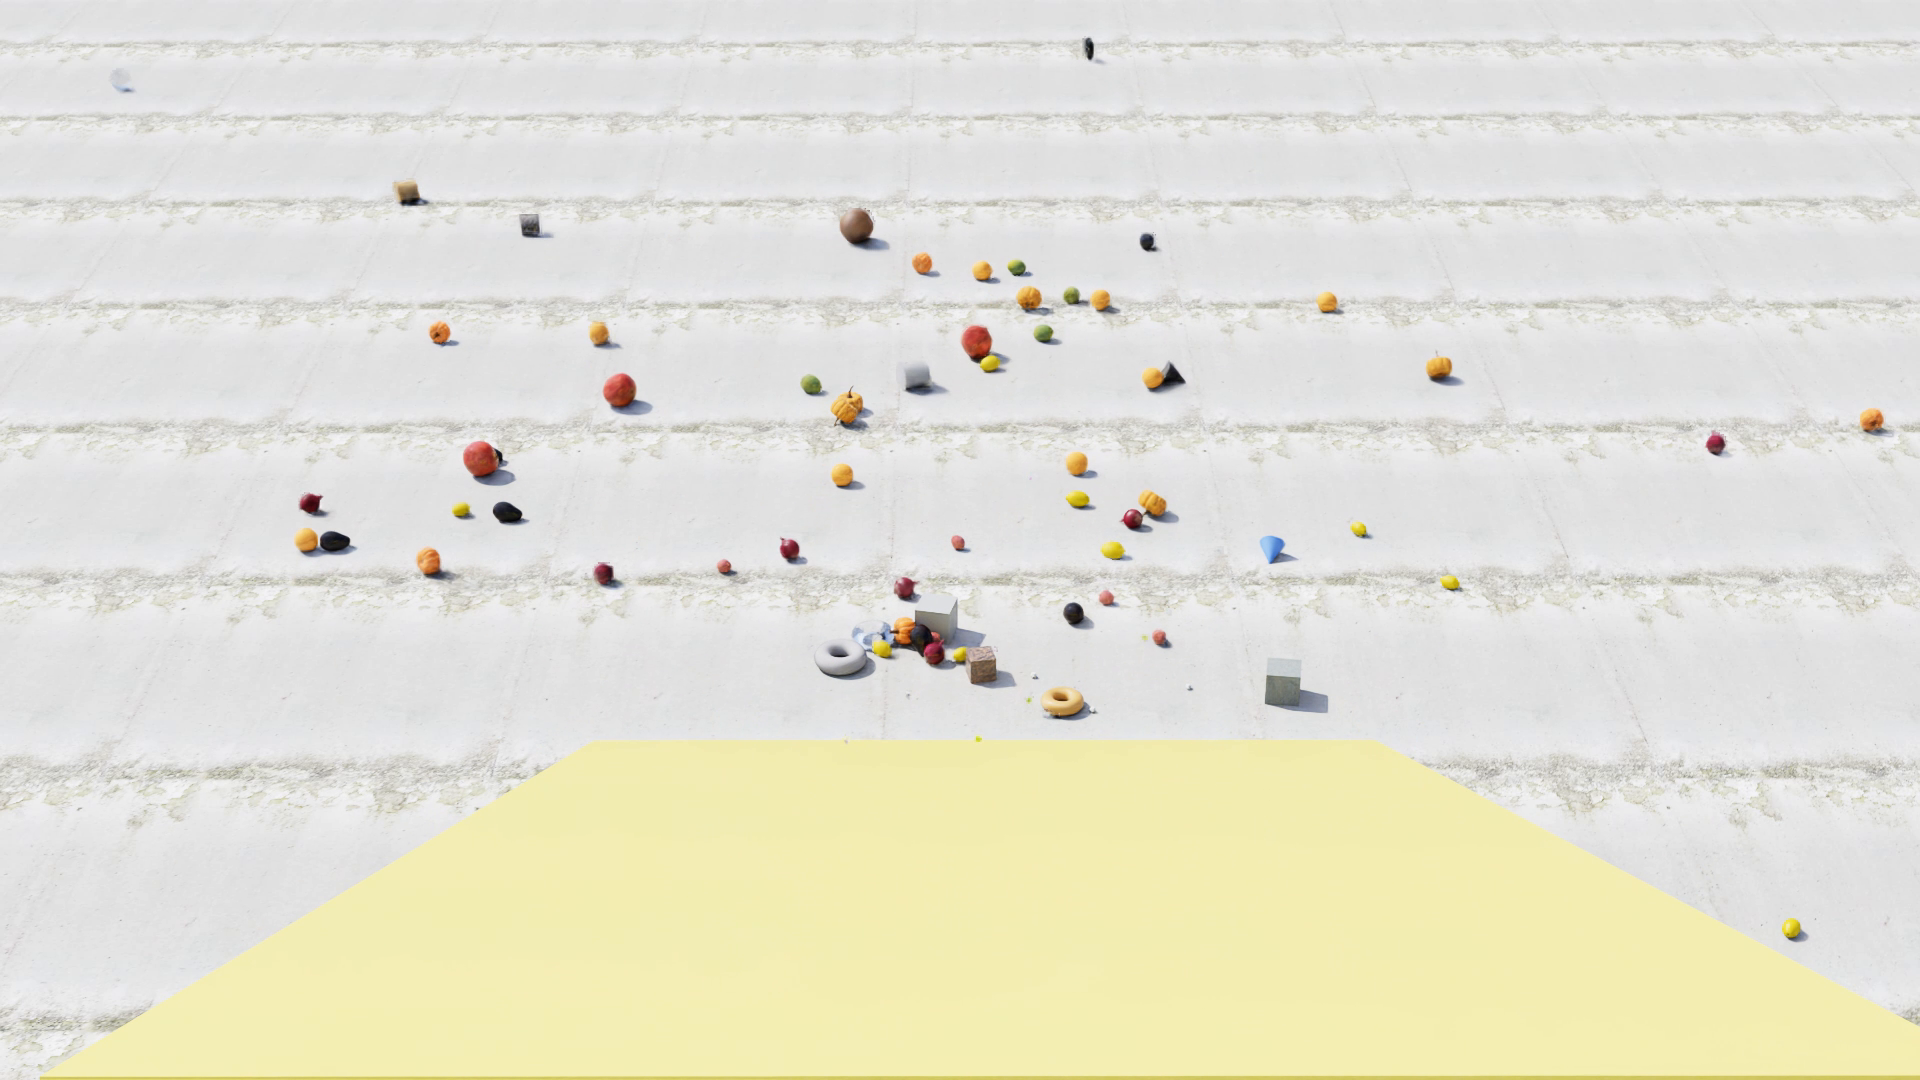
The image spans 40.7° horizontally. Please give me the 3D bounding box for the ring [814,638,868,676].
[{"bbox_3d":[-0.328,0.321,7.105,0.146,0.049,0.146,0,30,0],"label":"ring"}]

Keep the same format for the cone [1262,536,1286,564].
[{"bbox_3d":[0.918,0.041,7.632,0.077,0.077,0.077,9,64,16],"label":"cone"}]

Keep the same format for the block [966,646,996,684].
[{"bbox_3d":[0.057,0.340,7.047,0.071,0.071,0.071,-6,29,-10],"label":"block"}]

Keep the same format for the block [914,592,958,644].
[{"bbox_3d":[-0.066,0.220,7.236,0.100,0.100,0.100,7,29,12],"label":"block"}]

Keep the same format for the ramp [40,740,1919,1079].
[{"bbox_3d":[0.064,0.578,4.623,2.000,0.100,4.000,0,0,0],"label":"ramp"}]

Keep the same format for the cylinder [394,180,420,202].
[{"bbox_3d":[-2.177,-1.372,10.169,0.079,0.079,0.079,-12,31,-20],"label":"cylinder"}]

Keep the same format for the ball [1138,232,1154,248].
[{"bbox_3d":[0.704,-1.128,9.743,0.060,0.060,0.060,0,29,0],"label":"ball"}]

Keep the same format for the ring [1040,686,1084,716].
[{"bbox_3d":[0.274,0.431,6.914,0.117,0.039,0.117,-1,27,0],"label":"ring"}]

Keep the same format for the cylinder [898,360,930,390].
[{"bbox_3d":[-0.155,-0.553,8.662,0.087,0.087,0.087,-11,30,-19],"label":"cylinder"}]

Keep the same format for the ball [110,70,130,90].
[{"bbox_3d":[-3.683,-2.017,11.342,0.086,0.086,0.086,0,29,0],"label":"ball"}]

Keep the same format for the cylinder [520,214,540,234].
[{"bbox_3d":[-1.643,-1.204,9.872,0.070,0.070,0.070,-6,29,-11],"label":"cylinder"}]

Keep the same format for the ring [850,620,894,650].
[{"bbox_3d":[-0.244,0.264,7.218,0.123,0.041,0.123,-1,29,1],"label":"ring"}]

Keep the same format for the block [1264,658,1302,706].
[{"bbox_3d":[0.869,0.381,6.949,0.091,0.091,0.091,4,29,7],"label":"block"}]

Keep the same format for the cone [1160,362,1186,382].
[{"bbox_3d":[0.726,-0.550,8.710,0.081,0.081,0.081,25,27,-9],"label":"cone"}]

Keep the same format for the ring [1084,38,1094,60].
[{"bbox_3d":[0.584,-2.225,11.700,0.033,0.098,0.098,-7,29,-8],"label":"ring"}]
